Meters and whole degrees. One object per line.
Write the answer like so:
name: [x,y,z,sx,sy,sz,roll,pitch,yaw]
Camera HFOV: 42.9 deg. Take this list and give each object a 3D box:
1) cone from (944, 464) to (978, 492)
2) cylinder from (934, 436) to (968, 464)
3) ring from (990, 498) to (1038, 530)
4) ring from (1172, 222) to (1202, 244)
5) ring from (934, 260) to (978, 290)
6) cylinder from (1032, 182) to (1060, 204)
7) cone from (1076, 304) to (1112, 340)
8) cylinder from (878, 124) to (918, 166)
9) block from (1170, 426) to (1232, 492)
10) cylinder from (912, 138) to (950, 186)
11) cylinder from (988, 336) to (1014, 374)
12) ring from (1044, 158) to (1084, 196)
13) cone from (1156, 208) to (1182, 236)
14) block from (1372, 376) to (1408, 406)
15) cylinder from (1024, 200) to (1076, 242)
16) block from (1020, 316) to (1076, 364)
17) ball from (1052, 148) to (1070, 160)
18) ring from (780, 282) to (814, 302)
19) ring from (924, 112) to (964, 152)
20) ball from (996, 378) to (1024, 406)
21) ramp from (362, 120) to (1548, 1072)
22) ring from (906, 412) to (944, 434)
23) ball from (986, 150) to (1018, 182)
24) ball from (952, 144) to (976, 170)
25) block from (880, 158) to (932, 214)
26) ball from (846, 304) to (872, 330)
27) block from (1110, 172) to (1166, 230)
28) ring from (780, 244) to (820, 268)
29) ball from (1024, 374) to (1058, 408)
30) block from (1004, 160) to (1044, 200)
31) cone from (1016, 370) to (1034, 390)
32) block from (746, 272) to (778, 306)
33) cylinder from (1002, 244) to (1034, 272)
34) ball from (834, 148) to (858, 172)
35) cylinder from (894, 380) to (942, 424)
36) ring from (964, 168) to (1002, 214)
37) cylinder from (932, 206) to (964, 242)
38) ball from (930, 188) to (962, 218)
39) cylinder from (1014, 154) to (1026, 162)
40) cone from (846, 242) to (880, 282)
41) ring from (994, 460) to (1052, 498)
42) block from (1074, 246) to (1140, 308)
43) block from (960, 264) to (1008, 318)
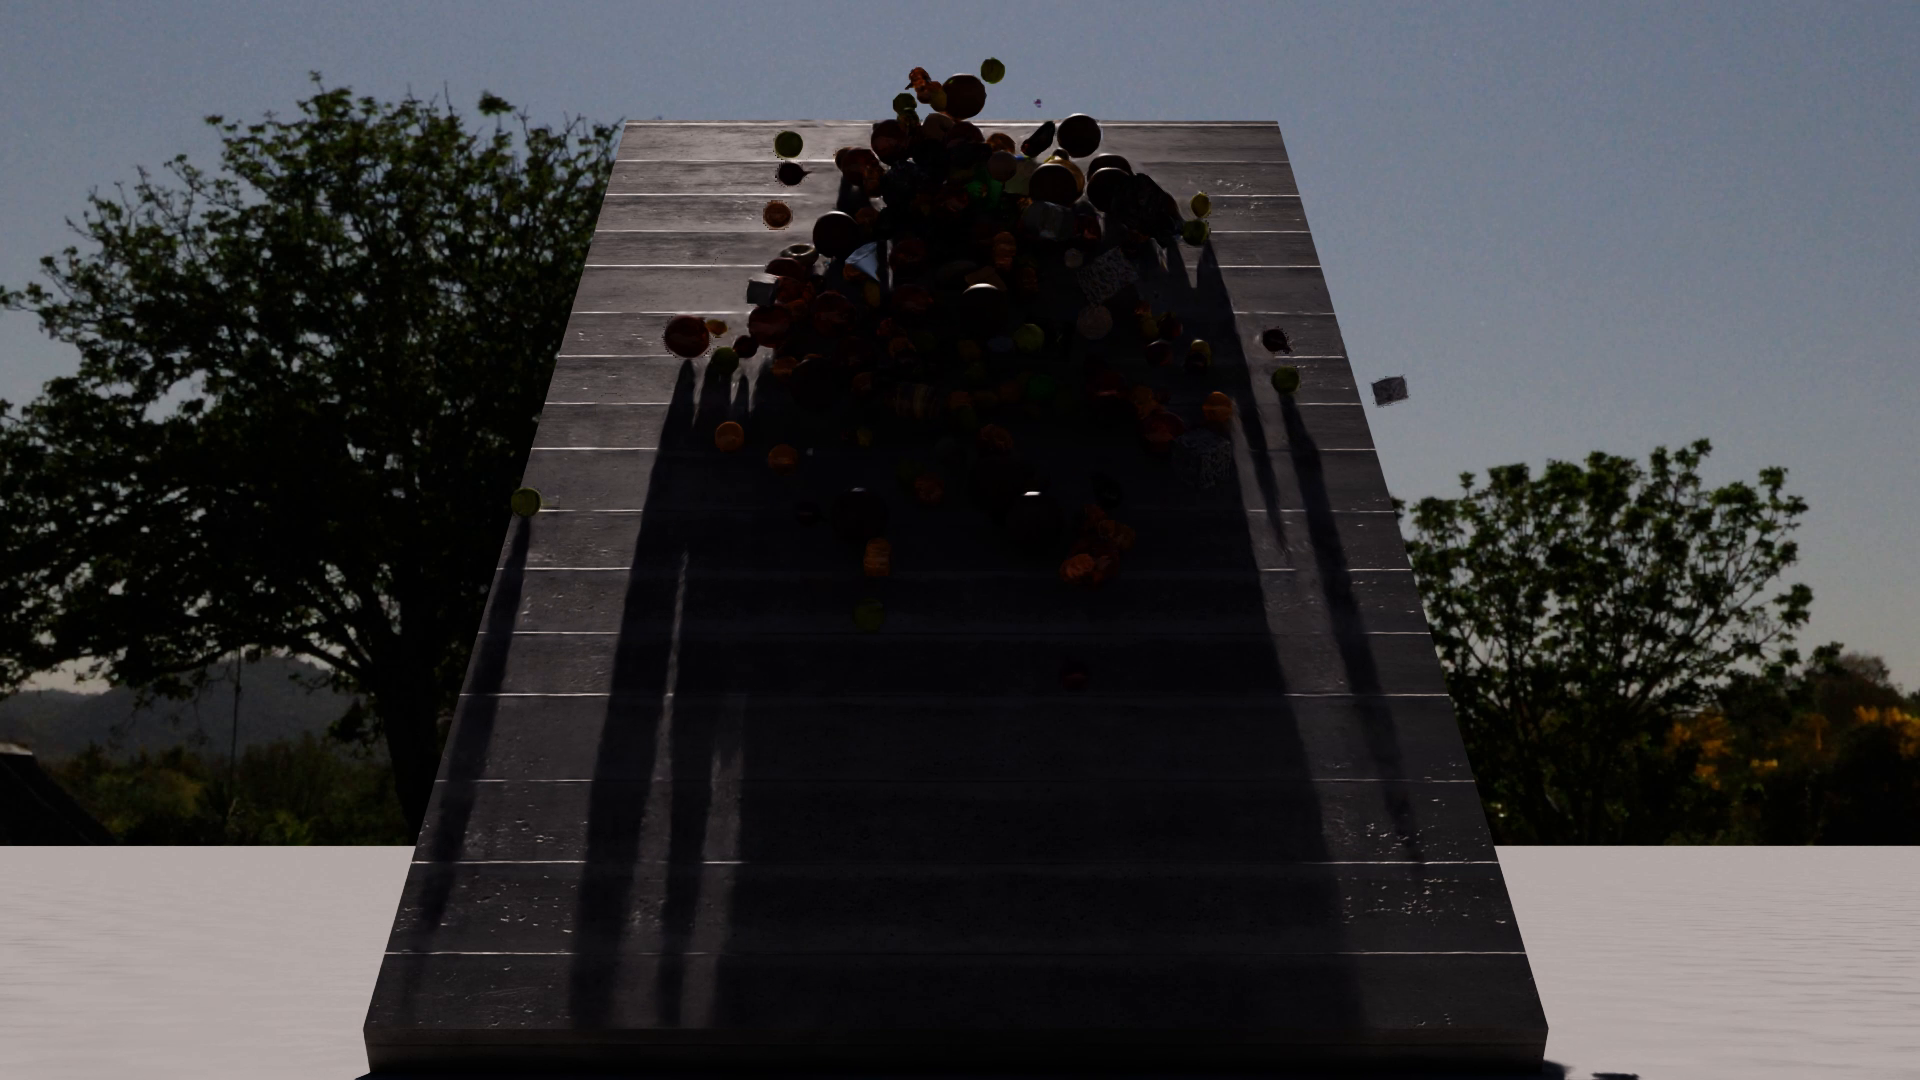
cone: [0.013,-0.157,5.595,0.071,0.071,0.071,-25,-3,-10]
cylinder: [-0.023,-0.203,5.714,0.059,0.059,0.059,4,26,-32]
ring: [0.120,-0.060,5.507,0.109,0.036,0.109,0,32,0]
ring: [0.628,-0.848,6.758,0.090,0.090,0.030,3,-52,-21]
ring: [-0.009,-0.689,6.357,0.122,0.041,0.122,-16,-18,-5]
cylinder: [0.247,-0.985,6.967,0.061,0.061,0.061,15,-3,17]
cone: [0.338,-0.552,6.210,0.091,0.091,0.091,0,2,-2]
cylinder: [-0.183,-1.152,7.136,0.090,0.090,0.090,4,-39,-30]
block: [0.556,-0.187,5.658,0.097,0.097,0.097,-25,40,-34]
cylinder: [-0.079,-1.074,6.947,0.093,0.093,0.093,-3,-40,24]
cylinder: [0.102,-0.464,6.117,0.067,0.067,0.067,0,-48,1]
ring: [0.287,-1.005,6.760,0.126,0.126,0.042,4,-40,-28]
cone: [0.583,-0.894,6.838,0.074,0.074,0.074,0,15,0]
block: [1.049,-0.364,5.965,0.055,0.055,0.055,-11,-5,-39]
cylinder: [0.225,-0.800,6.127,0.090,0.090,0.090,8,-10,-42]
block: [0.215,-0.492,5.986,0.099,0.099,0.099,9,3,18]
ball: [0.288,-1.097,7.004,0.051,0.051,0.051,0,-7,0]
ring: [-0.430,-0.657,6.469,0.089,0.030,0.089,0,33,0]
ring: [-0.047,-1.166,6.985,0.130,0.130,0.043,6,-39,-41]
ball: [0.121,-0.360,5.957,0.066,0.066,0.066,0,-7,0]
ramp: [-0.015,-0.191,5.846,2.000,0.100,4.000,0,32,0]
ring: [-0.083,-0.284,5.871,0.092,0.031,0.092,-2,33,1]
ball: [0.115,-1.014,6.626,0.083,0.083,0.083,0,-7,0]
ball: [0.011,-1.048,6.683,0.068,0.068,0.068,0,-7,0]
block: [-0.151,-0.992,6.857,0.096,0.096,0.096,26,-32,25]
ball: [-0.261,-0.577,6.304,0.068,0.068,0.068,0,-7,0]
block: [0.438,-0.836,6.039,0.089,0.089,0.089,-14,-39,41]
ring: [-0.435,-0.774,6.652,0.105,0.035,0.105,-1,32,1]
ball: [0.197,-0.365,5.954,0.082,0.082,0.082,0,-7,0]
block: [0.181,-0.998,6.765,0.091,0.091,0.091,10,5,13]
cone: [0.142,-0.381,6.028,0.067,0.067,0.067,-9,-11,41]
block: [-0.478,-0.608,5.924,0.060,0.060,0.060,11,28,7]
cylinder: [0.157,-0.766,6.619,0.060,0.060,0.060,-7,19,46]
ball: [-0.332,-1.116,7.169,0.069,0.069,0.069,0,-7,0]
cylinder: [-0.099,-0.324,5.738,0.087,0.087,0.087,13,-3,16]
ring: [0.063,-0.961,6.728,0.128,0.128,0.043,-6,-6,40]
cylinder: [-0.033,-0.872,6.749,0.070,0.070,0.070,21,-22,9]
ball: [-0.039,-0.942,6.859,0.092,0.092,0.092,0,-7,0]
cylinder: [0.157,-1.096,7.155,0.052,0.052,0.052,-22,6,-32]
cone: [-0.231,-0.705,6.332,0.095,0.095,0.095,-27,24,13]
ring: [0.146,-0.141,5.630,0.131,0.044,0.131,1,32,0]
block: [0.354,-0.639,5.926,0.094,0.094,0.094,-34,1,-41]
block: [0.061,-0.645,6.354,0.087,0.087,0.087,-26,-19,-19]
